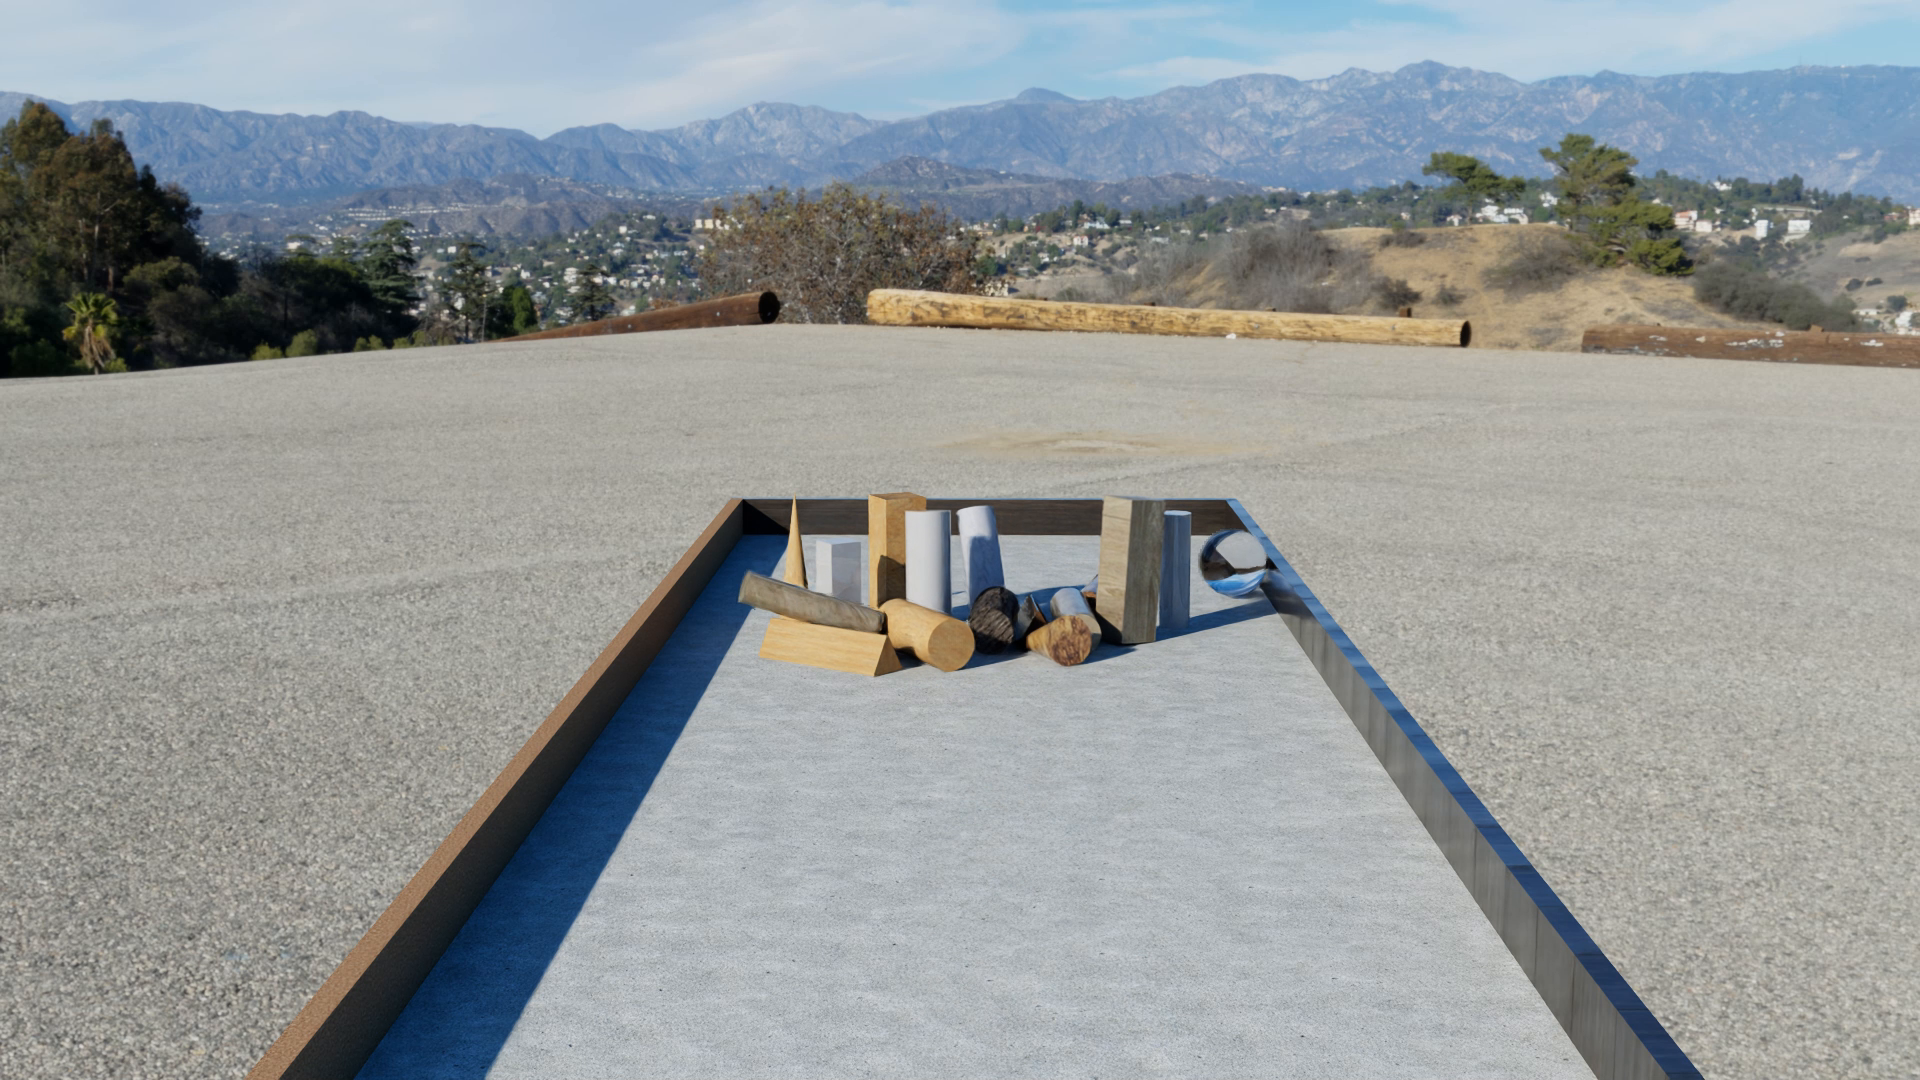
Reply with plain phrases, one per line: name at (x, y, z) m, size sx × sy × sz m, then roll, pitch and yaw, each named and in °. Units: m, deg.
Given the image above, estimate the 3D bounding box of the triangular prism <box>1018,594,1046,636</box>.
triangular prism at (0.242, 0.243, 7.196) m, size 0.095 × 0.083 × 0.316 m, roll -1°, pitch 9°, yaw -3°

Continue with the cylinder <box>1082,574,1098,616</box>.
cylinder at (0.466, 0.191, 7.480) m, size 0.102 × 0.102 × 0.396 m, roll 2°, pitch 9°, yaw 12°

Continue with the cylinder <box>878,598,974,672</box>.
cylinder at (-0.112, 0.286, 6.695) m, size 0.157 × 0.157 × 0.378 m, roll -5°, pitch 10°, yaw -27°

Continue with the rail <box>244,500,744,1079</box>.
rail at (-1.004, 0.839, 3.234) m, size 0.050 × 0.150 × 12.000 m, roll 0°, pitch 9°, yaw 1°

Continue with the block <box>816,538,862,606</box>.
block at (-0.383, 0.162, 6.958) m, size 0.104 × 0.323 × 0.104 m, roll -5°, pitch 10°, yaw -30°

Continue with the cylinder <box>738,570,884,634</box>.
cylinder at (-0.453, 0.205, 6.706) m, size 0.434 × 0.100 × 0.100 m, roll 18°, pitch 4°, yaw -16°

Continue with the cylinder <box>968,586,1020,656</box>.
cylinder at (0.106, 0.253, 6.954) m, size 0.144 × 0.144 × 0.397 m, roll 1°, pitch 9°, yaw 4°

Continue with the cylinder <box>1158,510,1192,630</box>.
cylinder at (0.703, 0.097, 7.195) m, size 0.101 × 0.376 × 0.101 m, roll 0°, pitch 9°, yaw 0°

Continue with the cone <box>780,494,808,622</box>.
cone at (-0.540, 0.058, 7.218) m, size 0.113 × 0.447 × 0.113 m, roll 0°, pitch 9°, yaw 0°

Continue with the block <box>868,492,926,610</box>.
block at (-0.204, 0.070, 7.191) m, size 0.142 × 0.431 × 0.142 m, roll -4°, pitch 10°, yaw -25°

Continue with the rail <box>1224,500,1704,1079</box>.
rail at (1.046, 0.843, 3.208) m, size 0.050 × 0.150 × 12.000 m, roll 0°, pitch 9°, yaw 1°

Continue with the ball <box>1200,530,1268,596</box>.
ball at (0.963, 0.082, 7.742) m, size 0.235 × 0.235 × 0.235 m, roll 0°, pitch 9°, yaw 0°

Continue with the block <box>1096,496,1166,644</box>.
block at (0.536, 0.092, 6.954) m, size 0.138 × 0.452 × 0.138 m, roll -1°, pitch 8°, yaw -35°

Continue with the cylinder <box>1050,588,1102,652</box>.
cylinder at (0.365, 0.255, 6.993) m, size 0.128 × 0.128 × 0.459 m, roll 0°, pitch 9°, yaw -2°

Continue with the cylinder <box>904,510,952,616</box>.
cylinder at (-0.100, 0.112, 6.953) m, size 0.144 × 0.411 × 0.144 m, roll -1°, pitch 4°, yaw 0°

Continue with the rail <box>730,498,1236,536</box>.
rail at (0.099, -0.098, 9.147) m, size 2.100 × 0.150 × 0.050 m, roll 0°, pitch 9°, yaw 1°

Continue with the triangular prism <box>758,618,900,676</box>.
triangular prism at (-0.396, 0.315, 6.641) m, size 0.458 × 0.112 × 0.129 m, roll 7°, pitch 11°, yaw 37°

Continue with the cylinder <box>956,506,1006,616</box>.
cylinder at (0.075, 0.081, 7.257) m, size 0.125 × 0.369 × 0.125 m, roll -8°, pitch -10°, yaw -1°

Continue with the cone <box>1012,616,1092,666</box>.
cone at (0.246, 0.314, 6.787) m, size 0.154 × 0.154 × 0.385 m, roll -4°, pitch -1°, yaw -26°
